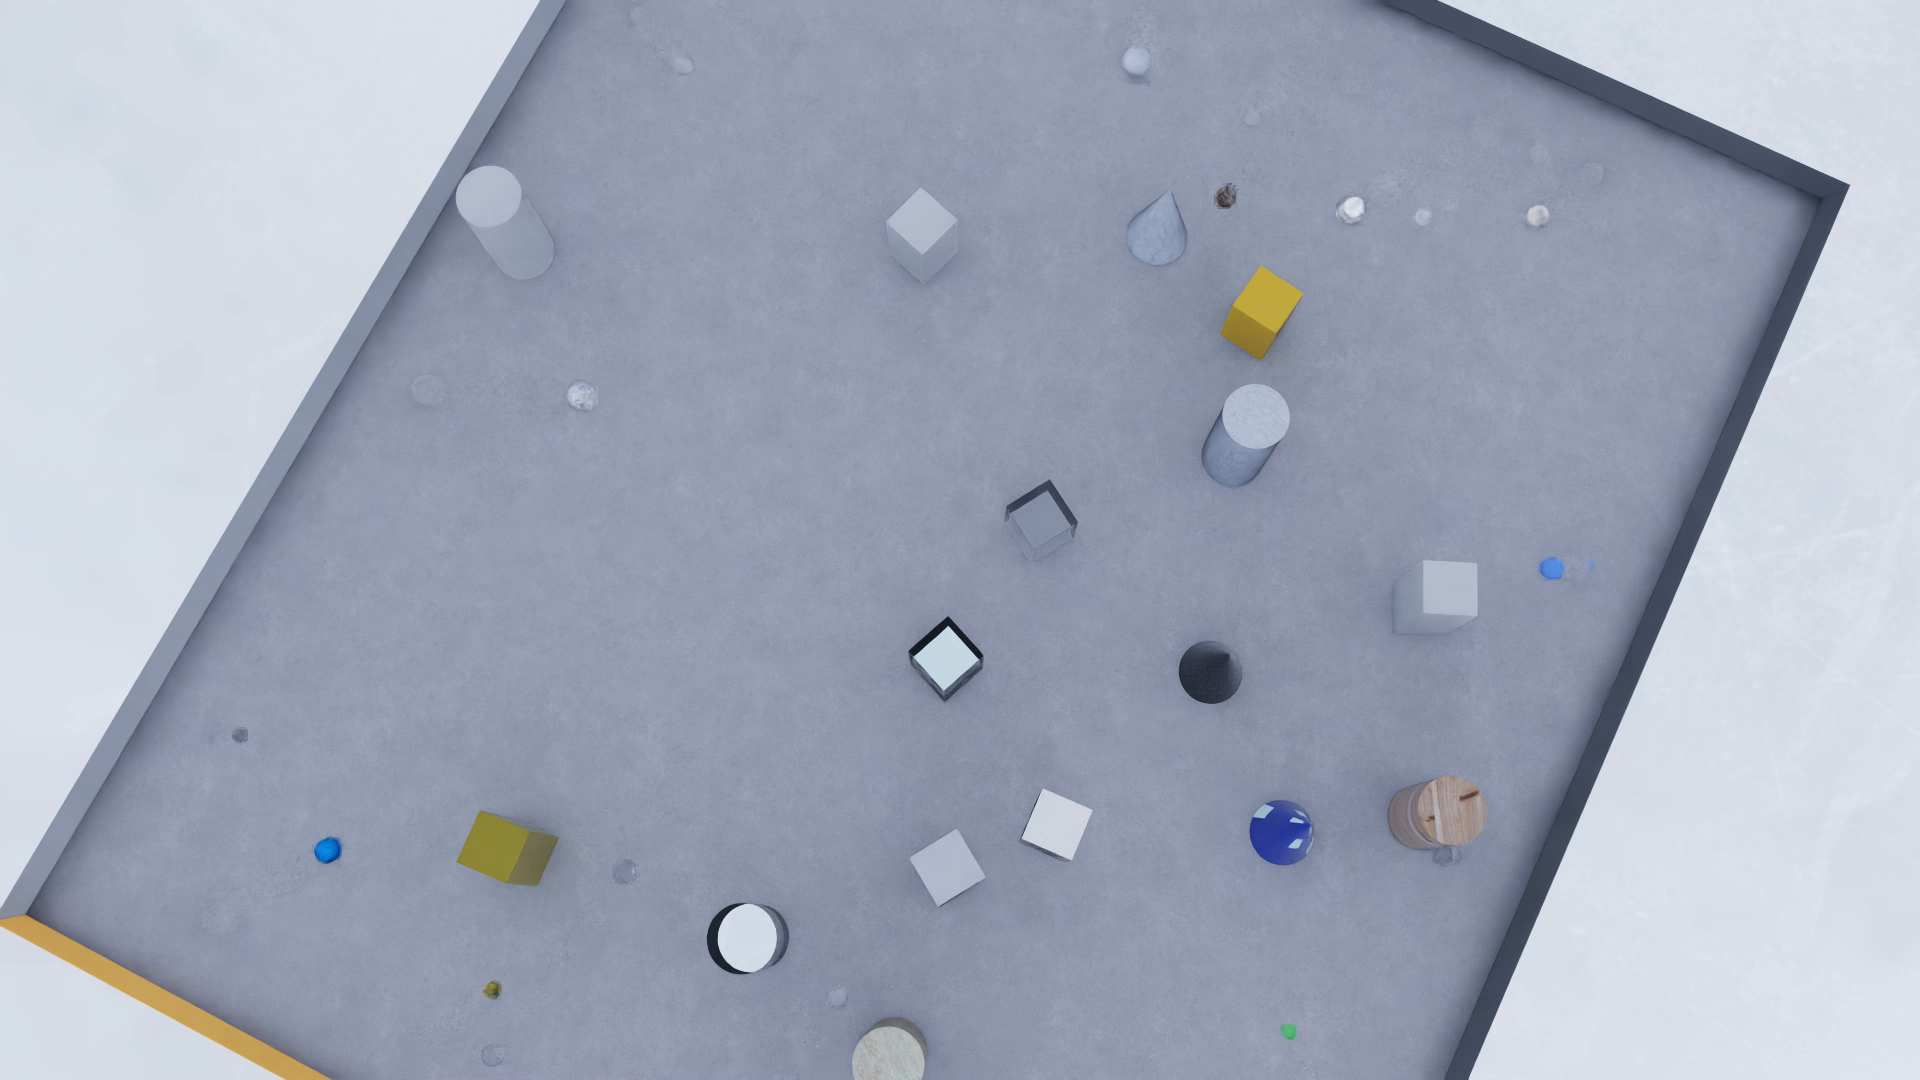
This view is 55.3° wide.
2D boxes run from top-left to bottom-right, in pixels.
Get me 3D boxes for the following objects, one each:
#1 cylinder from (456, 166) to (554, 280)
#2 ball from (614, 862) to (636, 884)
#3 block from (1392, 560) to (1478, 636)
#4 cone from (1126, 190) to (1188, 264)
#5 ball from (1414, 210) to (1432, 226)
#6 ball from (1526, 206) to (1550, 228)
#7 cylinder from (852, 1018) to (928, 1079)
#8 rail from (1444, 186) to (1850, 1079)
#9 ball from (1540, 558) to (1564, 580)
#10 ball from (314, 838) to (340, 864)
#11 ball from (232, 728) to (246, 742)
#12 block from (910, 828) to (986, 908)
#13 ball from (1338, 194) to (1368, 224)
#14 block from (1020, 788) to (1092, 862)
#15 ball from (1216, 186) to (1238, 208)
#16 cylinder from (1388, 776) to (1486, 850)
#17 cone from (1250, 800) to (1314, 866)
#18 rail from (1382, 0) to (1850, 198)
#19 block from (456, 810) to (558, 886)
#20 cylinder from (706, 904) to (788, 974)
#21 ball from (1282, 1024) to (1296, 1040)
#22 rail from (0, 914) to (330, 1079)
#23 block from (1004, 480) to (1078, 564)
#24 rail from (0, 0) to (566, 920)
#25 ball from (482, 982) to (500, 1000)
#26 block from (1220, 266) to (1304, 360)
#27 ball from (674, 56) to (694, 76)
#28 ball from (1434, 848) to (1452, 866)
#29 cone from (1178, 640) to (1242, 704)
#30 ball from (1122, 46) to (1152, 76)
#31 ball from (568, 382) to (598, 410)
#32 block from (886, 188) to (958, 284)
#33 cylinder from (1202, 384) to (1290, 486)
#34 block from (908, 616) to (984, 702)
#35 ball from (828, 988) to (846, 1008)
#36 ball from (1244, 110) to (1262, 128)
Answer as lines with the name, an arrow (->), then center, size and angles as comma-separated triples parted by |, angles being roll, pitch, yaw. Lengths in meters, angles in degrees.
cylinder -> -1.381, -0.961, 5.587 | 0.192, 0.447, 0.192 | 0, 78, 0
ball -> -0.983, 0.977, 5.381 | 0.065, 0.065, 0.065 | 0, 78, 0
block -> 1.394, 0.174, 5.391 | 0.153, 0.371, 0.153 | 3, 78, 1
cone -> 0.625, -1.003, 5.629 | 0.192, 0.383, 0.192 | 0, 78, 0
ball -> 1.466, -1.021, 5.802 | 0.051, 0.051, 0.051 | 0, 78, 0
ball -> 1.827, -1.023, 5.793 | 0.069, 0.069, 0.069 | 0, 78, 0
cylinder -> -0.190, 1.435, 5.083 | 0.192, 0.464, 0.192 | 0, 78, 0
rail -> 1.752, 0.864, 5.373 | 0.045, 0.125, 4.501 | 26, 80, 5
ball -> 1.799, 0.088, 5.563 | 0.069, 0.069, 0.069 | 0, 78, 0
ball -> -1.860, 0.914, 5.390 | 0.072, 0.072, 0.072 | 0, 78, 0
ball -> -2.154, 0.584, 5.474 | 0.042, 0.042, 0.042 | 0, 78, 0
block -> -0.035, 0.939, 5.228 | 0.153, 0.381, 0.153 | -31, 80, -6
ball -> 1.240, -1.046, 5.787 | 0.091, 0.091, 0.091 | 0, 78, 0
block -> 0.275, 0.830, 5.311 | 0.153, 0.262, 0.153 | 23, 79, 5
ball -> 0.844, -1.087, 5.807 | 0.068, 0.068, 0.068 | 0, 78, 0
cylinder -> 1.366, 0.787, 5.264 | 0.192, 0.371, 0.192 | 0, 78, 0
cone -> 0.955, 0.821, 5.213 | 0.192, 0.458, 0.192 | 0, 78, 0
rail -> 0.996, -1.944, 5.954 | 3.965, 0.125, 0.045 | 26, 80, 5
block -> -1.288, 0.885, 5.242 | 0.153, 0.375, 0.153 | 22, 79, 4
cylinder -> -0.597, 1.128, 5.194 | 0.192, 0.371, 0.192 | 0, 78, 0
ball -> 0.953, 1.423, 5.300 | 0.042, 0.042, 0.042 | 0, 78, 0
rail -> -0.996, 1.957, 5.147 | 3.965, 0.125, 0.045 | 26, 80, 5
block -> 0.242, -0.053, 5.508 | 0.153, 0.234, 0.153 | -32, 80, -6
rail -> -1.752, -0.851, 5.728 | 0.045, 0.125, 4.501 | 26, 80, 5
ball -> -1.360, 1.309, 5.320 | 0.050, 0.050, 0.050 | 0, 78, 0
block -> 0.922, -0.692, 5.619 | 0.153, 0.276, 0.153 | 35, 80, 7
ball -> -0.890, -1.526, 5.899 | 0.064, 0.064, 0.064 | 0, 78, 0
ball -> 1.423, 0.931, 5.397 | 0.053, 0.053, 0.053 | 0, 78, 0
cone -> 0.756, 0.359, 5.340 | 0.192, 0.396, 0.192 | 0, 78, 0
ball -> 0.565, -1.540, 5.886 | 0.096, 0.096, 0.096 | 0, 78, 0
ball -> -1.167, -0.444, 5.662 | 0.090, 0.090, 0.090 | 0, 78, 0
block -> -0.116, -0.938, 5.674 | 0.153, 0.268, 0.153 | 43, 81, 8
cylinder -> 0.843, -0.305, 5.444 | 0.192, 0.462, 0.192 | 0, 78, 0
block -> -0.040, 0.353, 5.397 | 0.153, 0.287, 0.153 | -41, 81, -8
ball -> -0.356, 1.327, 5.315 | 0.053, 0.053, 0.053 | 0, 78, 0
ball -> 0.939, -1.346, 5.867 | 0.054, 0.054, 0.054 | 0, 78, 0
